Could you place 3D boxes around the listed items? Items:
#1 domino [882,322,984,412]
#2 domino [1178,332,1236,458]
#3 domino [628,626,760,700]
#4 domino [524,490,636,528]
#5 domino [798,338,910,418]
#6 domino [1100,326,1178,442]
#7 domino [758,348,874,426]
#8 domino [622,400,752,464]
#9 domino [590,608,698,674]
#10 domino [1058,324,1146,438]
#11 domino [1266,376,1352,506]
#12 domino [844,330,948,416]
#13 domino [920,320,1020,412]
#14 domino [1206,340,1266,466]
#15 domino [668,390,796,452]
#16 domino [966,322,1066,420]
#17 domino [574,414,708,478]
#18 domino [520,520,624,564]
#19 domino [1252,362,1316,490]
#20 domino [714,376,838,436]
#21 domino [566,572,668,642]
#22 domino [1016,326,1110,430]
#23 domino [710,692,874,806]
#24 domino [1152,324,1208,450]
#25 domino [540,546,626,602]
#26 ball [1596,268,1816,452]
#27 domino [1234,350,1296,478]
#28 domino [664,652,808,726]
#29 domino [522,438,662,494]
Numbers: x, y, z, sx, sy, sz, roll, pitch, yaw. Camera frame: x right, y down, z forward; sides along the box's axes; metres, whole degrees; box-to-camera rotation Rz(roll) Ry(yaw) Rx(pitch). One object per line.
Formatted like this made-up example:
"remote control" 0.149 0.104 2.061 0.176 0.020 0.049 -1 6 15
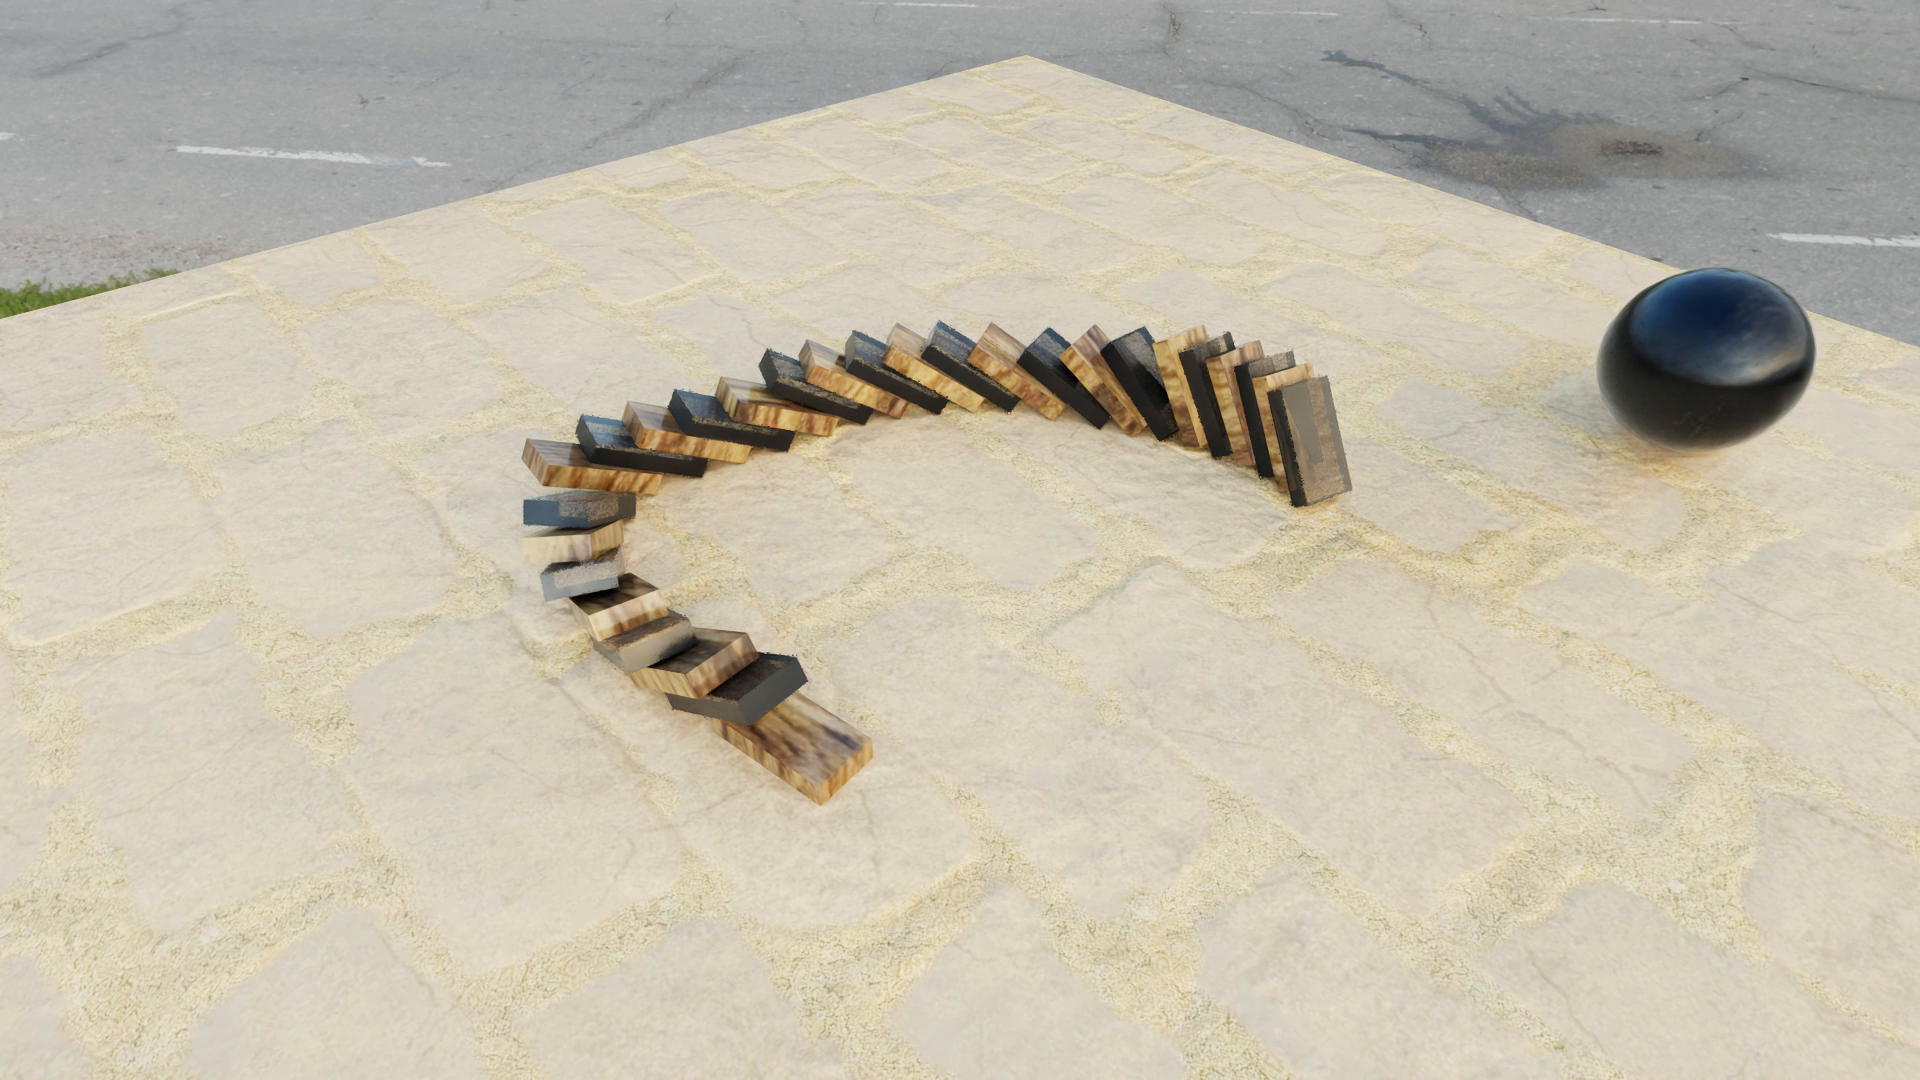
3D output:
"domino" -0.012 -0.082 0.524 0.050 0.010 0.025 27 34 -17
"domino" 0.117 -0.065 0.493 0.025 0.050 0.010 -28 13 -30
"domino" -0.092 0.041 0.375 0.025 0.009 0.050 -36 21 -34
"domino" -0.151 -0.013 0.439 0.025 0.009 0.050 3 7 4
"domino" -0.050 -0.075 0.515 0.050 0.010 0.025 19 29 -30
"domino" 0.089 -0.073 0.509 0.025 0.009 0.050 -29 83 -36
"domino" -0.066 -0.071 0.510 0.050 0.009 0.025 16 28 -34
"domino" -0.120 -0.047 0.484 0.050 0.009 0.025 6 30 -39
"domino" -0.112 0.033 0.385 0.025 0.009 0.050 -23 16 -26
"domino" 0.071 -0.074 0.512 0.050 0.009 0.025 48 49 -3
"domino" 0.148 -0.042 0.465 0.025 0.050 0.010 -18 9 -21
"domino" -0.030 -0.079 0.521 0.050 0.010 0.025 23 33 -23
"domino" 0.007 -0.083 0.524 0.050 0.009 0.025 30 35 -12
"domino" 0.128 -0.061 0.488 0.025 0.050 0.009 -24 11 -27
"domino" -0.102 -0.053 0.491 0.050 0.010 0.025 6 30 -39
"domino" 0.029 -0.080 0.522 0.050 0.010 0.025 34 42 -7
"domino" -0.137 -0.040 0.475 0.050 0.010 0.025 6 30 -39
"domino" -0.148 0.000 0.424 0.025 0.009 0.050 -3 8 -4
"domino" 0.144 -0.049 0.474 0.025 0.050 0.010 -19 9 -21
"domino" -0.083 -0.061 0.500 0.050 0.010 0.025 5 30 -39
"domino" -0.124 0.023 0.397 0.025 0.010 0.050 -22 15 -25
"domino" 0.054 -0.077 0.520 0.050 0.010 0.025 39 47 2
"domino" -0.056 0.065 0.364 0.050 0.009 0.025 26 46 29
"domino" 0.106 -0.069 0.498 0.025 0.050 0.010 -26 12 -31
"domino" -0.139 0.012 0.409 0.025 0.009 0.050 -12 8 -13
"ball" 0.326 -0.078 0.484 0.080 0.080 0.080 0 39 0
"domino" 0.138 -0.055 0.481 0.025 0.050 0.009 -18 9 -21
"domino" -0.076 0.048 0.367 0.050 0.010 0.025 -1 28 48
"domino" -0.154 -0.031 0.463 0.050 0.009 0.025 3 27 -44
